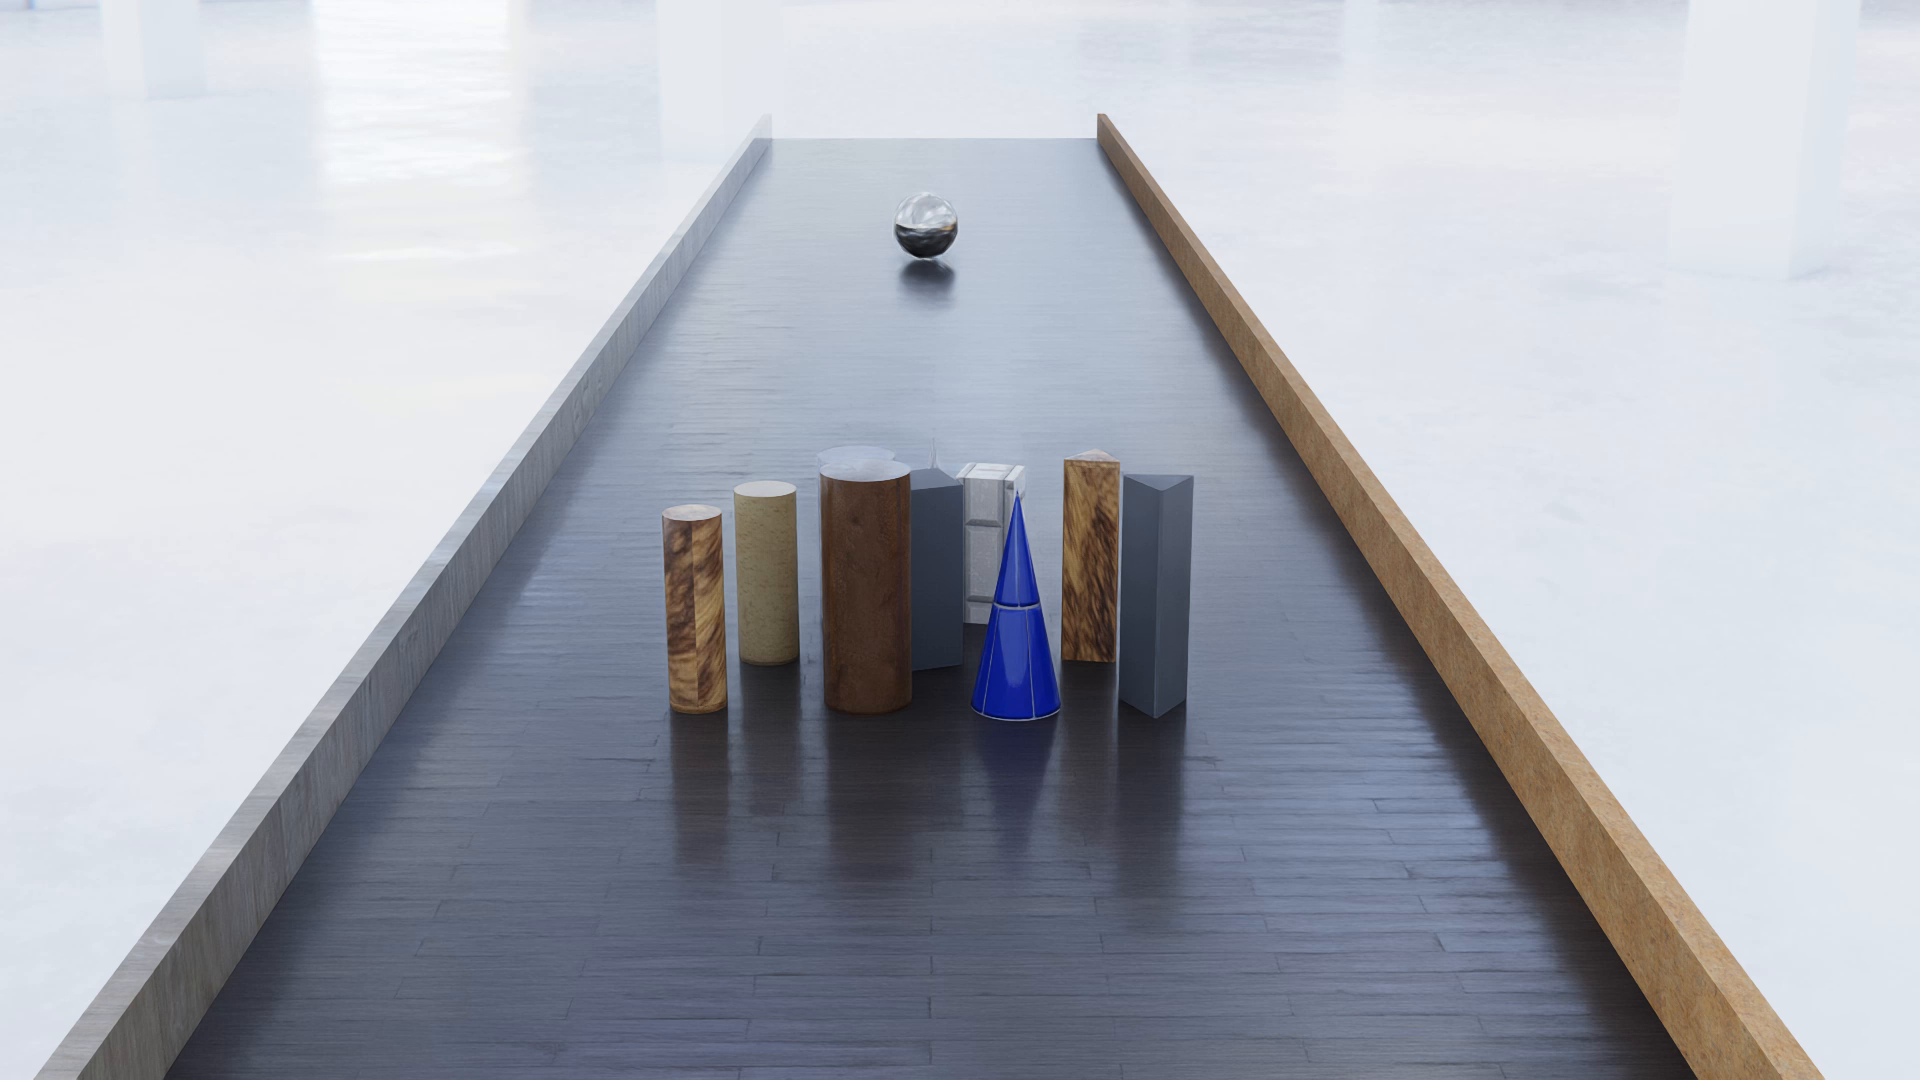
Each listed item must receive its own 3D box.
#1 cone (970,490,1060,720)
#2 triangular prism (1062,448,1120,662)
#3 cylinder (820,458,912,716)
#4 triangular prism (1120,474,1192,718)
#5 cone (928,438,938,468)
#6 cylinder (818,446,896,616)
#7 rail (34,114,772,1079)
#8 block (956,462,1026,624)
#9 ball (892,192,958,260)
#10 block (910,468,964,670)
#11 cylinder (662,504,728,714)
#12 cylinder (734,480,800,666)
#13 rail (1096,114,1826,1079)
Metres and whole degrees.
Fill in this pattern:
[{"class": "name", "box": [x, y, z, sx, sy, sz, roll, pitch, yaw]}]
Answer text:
[{"class": "cone", "box": [0.106, 0.108, 4.115, 0.172, 0.426, 0.172, 0, 17, 0]}, {"class": "triangular prism", "box": [0.265, 0.030, 4.400, 0.109, 0.414, 0.094, 3, 17, 9]}, {"class": "cylinder", "box": [-0.175, 0.088, 4.134, 0.169, 0.455, 0.169, 0, 17, 0]}, {"class": "triangular prism", "box": [0.352, 0.098, 4.124, 0.111, 0.441, 0.128, 10, 19, 30]}, {"class": "cone", "box": [-0.060, -0.074, 4.909, 0.119, 0.323, 0.119, 0, 17, 0]}, {"class": "cylinder", "box": [-0.217, -0.010, 4.651, 0.163, 0.348, 0.163, 0, 17, 0]}, {"class": "rail", "box": [-1.118, -0.838, 7.780, 0.050, 0.150, 12.000, 0, 17, -1]}, {"class": "block", "box": [0.065, 0.008, 4.644, 0.123, 0.316, 0.123, 4, 17, 12]}, {"class": "ball", "box": [-0.142, -1.304, 9.133, 0.273, 0.273, 0.273, 0, 17, 0]}, {"class": "block", "box": [-0.085, 0.059, 4.378, 0.140, 0.371, 0.140, -6, 18, -21]}, {"class": "cylinder", "box": [-0.497, 0.130, 4.129, 0.110, 0.377, 0.110, 0, 17, 0]}, {"class": "cylinder", "box": [-0.385, 0.066, 4.394, 0.123, 0.348, 0.123, 0, 17, 0]}, {"class": "rail", "box": [0.932, -0.844, 7.801, 0.050, 0.150, 12.000, 0, 17, -1]}]
